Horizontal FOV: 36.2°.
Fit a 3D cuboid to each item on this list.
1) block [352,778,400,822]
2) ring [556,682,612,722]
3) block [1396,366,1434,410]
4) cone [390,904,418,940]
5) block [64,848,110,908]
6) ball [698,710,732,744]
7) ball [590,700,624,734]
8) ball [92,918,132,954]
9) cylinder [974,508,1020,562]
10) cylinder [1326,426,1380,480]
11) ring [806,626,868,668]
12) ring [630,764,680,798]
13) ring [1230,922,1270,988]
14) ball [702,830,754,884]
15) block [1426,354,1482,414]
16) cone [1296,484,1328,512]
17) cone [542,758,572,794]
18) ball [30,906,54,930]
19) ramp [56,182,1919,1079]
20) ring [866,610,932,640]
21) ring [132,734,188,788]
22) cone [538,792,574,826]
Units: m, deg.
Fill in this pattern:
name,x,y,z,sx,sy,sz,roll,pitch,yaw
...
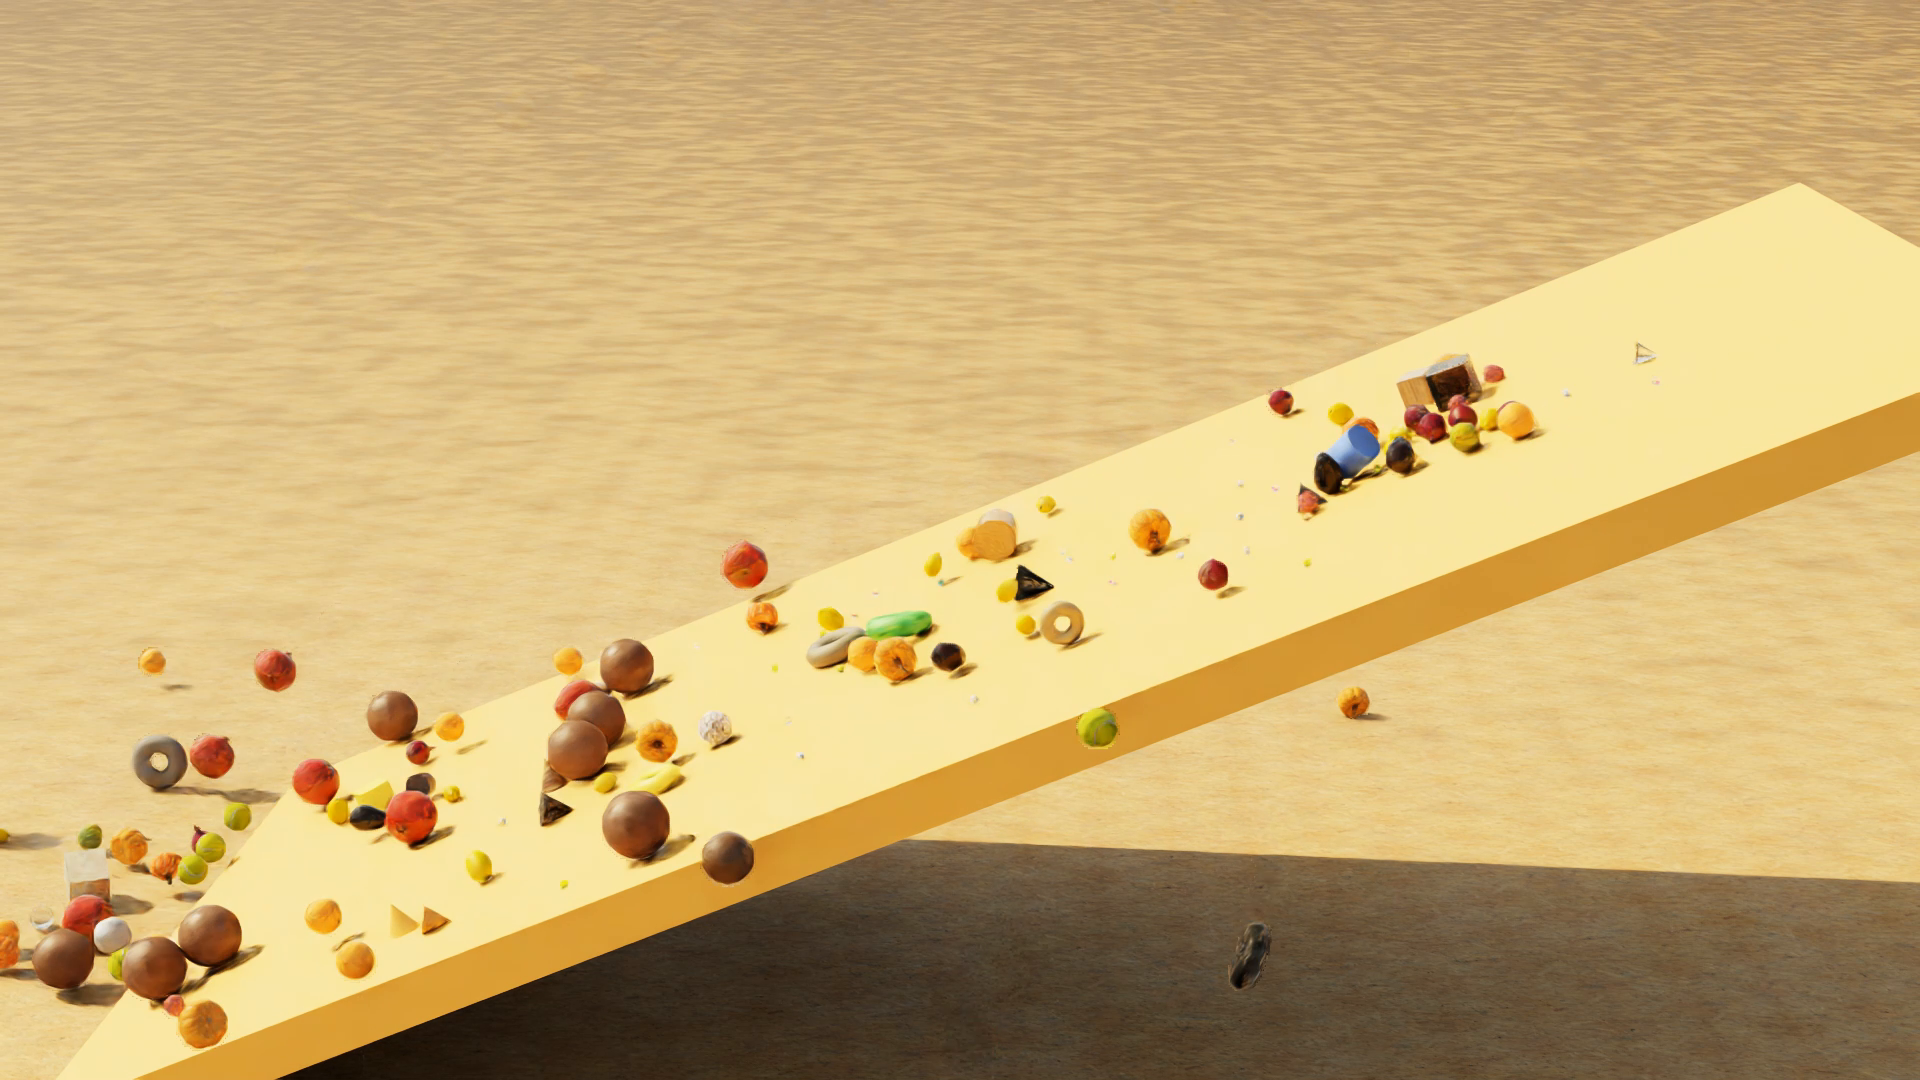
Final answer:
name,x,y,z,sx,sy,sz,roll,pitch,yaw
block,-1.340,0.598,6.750,0.071,0.071,0.071,-29,13,-24
ring,-0.881,0.380,6.896,0.144,0.048,0.144,-23,11,5
block,1.006,-0.333,6.433,0.067,0.067,0.067,-15,14,32
cone,-1.098,0.736,5.741,0.063,0.063,0.063,-22,12,5
block,-2.050,0.793,6.906,0.093,0.093,0.093,-6,47,-22
ball,-0.510,0.390,6.117,0.072,0.072,0.072,0,14,0
ball,-0.794,0.397,6.599,0.075,0.075,0.075,0,14,0
ball,-1.894,0.884,6.571,0.082,0.082,0.082,0,14,0
cylinder,0.083,-0.011,6.677,0.098,0.098,0.098,1,15,4
cylinder,0.808,-0.181,6.050,0.080,0.080,0.080,-13,-24,-41
ring,-0.268,0.233,6.403,0.143,0.048,0.143,-24,12,6
ring,-0.619,0.490,5.977,0.110,0.037,0.110,-24,11,5
ring,0.519,0.744,5.265,0.042,0.125,0.125,21,15,-1
ball,-0.420,0.574,5.321,0.096,0.096,0.096,0,14,0
block,1.059,-0.336,6.302,0.087,0.087,0.087,-18,13,21
cone,0.720,-0.082,5.984,0.062,0.062,0.062,6,15,8
cone,-0.883,0.499,6.340,0.070,0.070,0.070,-22,12,5
ball,-2.112,0.868,6.762,0.055,0.055,0.055,0,14,0
ramp,0.127,0.172,6.288,4.000,0.100,2.000,-22,12,8
ring,-0.131,0.183,6.317,0.147,0.049,0.147,-9,2,0
ring,-2.097,0.580,7.706,0.146,0.146,0.049,1,12,2
cone,-0.831,0.558,6.087,0.070,0.070,0.070,1,13,-16
